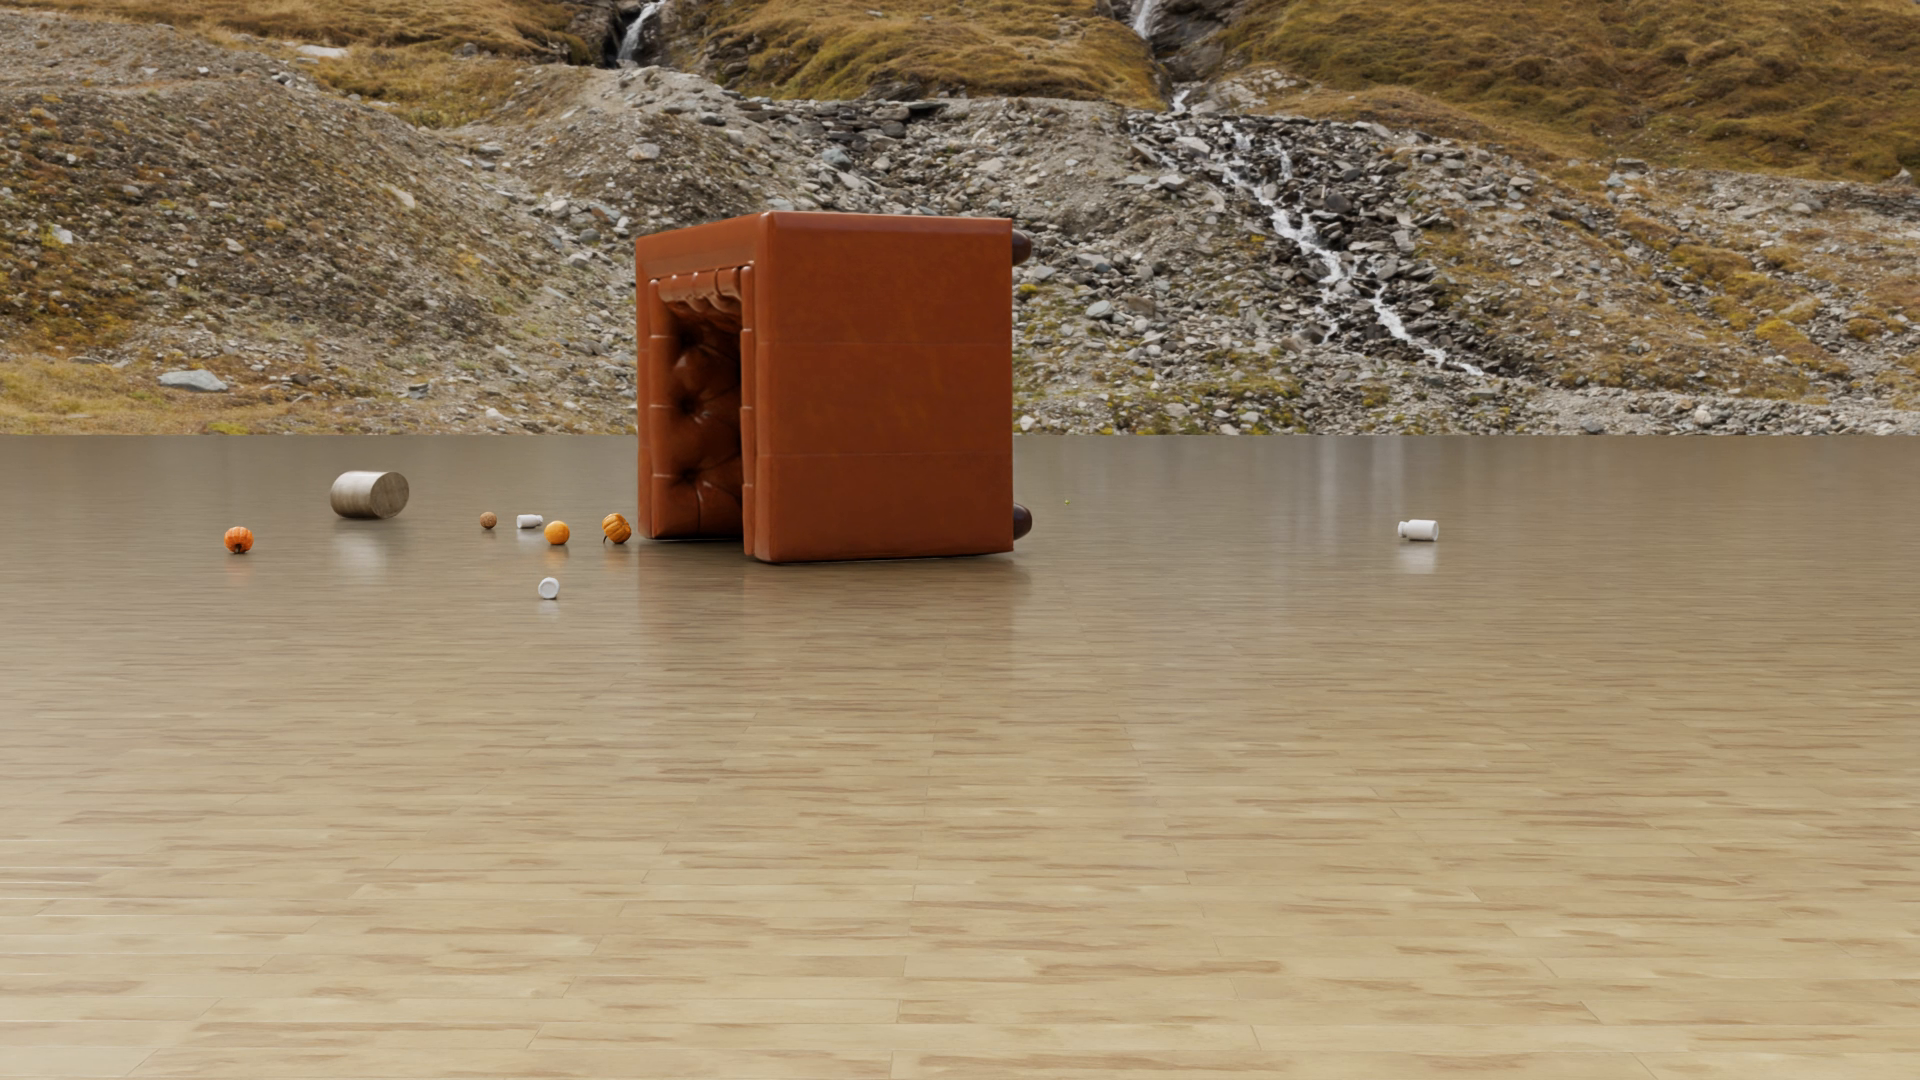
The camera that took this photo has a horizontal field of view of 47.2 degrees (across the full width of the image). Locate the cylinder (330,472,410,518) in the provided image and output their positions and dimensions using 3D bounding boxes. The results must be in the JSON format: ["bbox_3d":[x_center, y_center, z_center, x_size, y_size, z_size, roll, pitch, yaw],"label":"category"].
[{"bbox_3d":[-2.058,-0.158,7.669,0.172,0.158,0.214,2,16,24],"label":"cylinder"}]

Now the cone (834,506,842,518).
[{"bbox_3d":[-0.419,-0.088,7.664,0.034,0.049,0.049,2,29,-23],"label":"cone"}]

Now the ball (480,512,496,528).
[{"bbox_3d":[-1.516,-0.063,7.066,0.054,0.054,0.054,0,4,0],"label":"ball"}]
